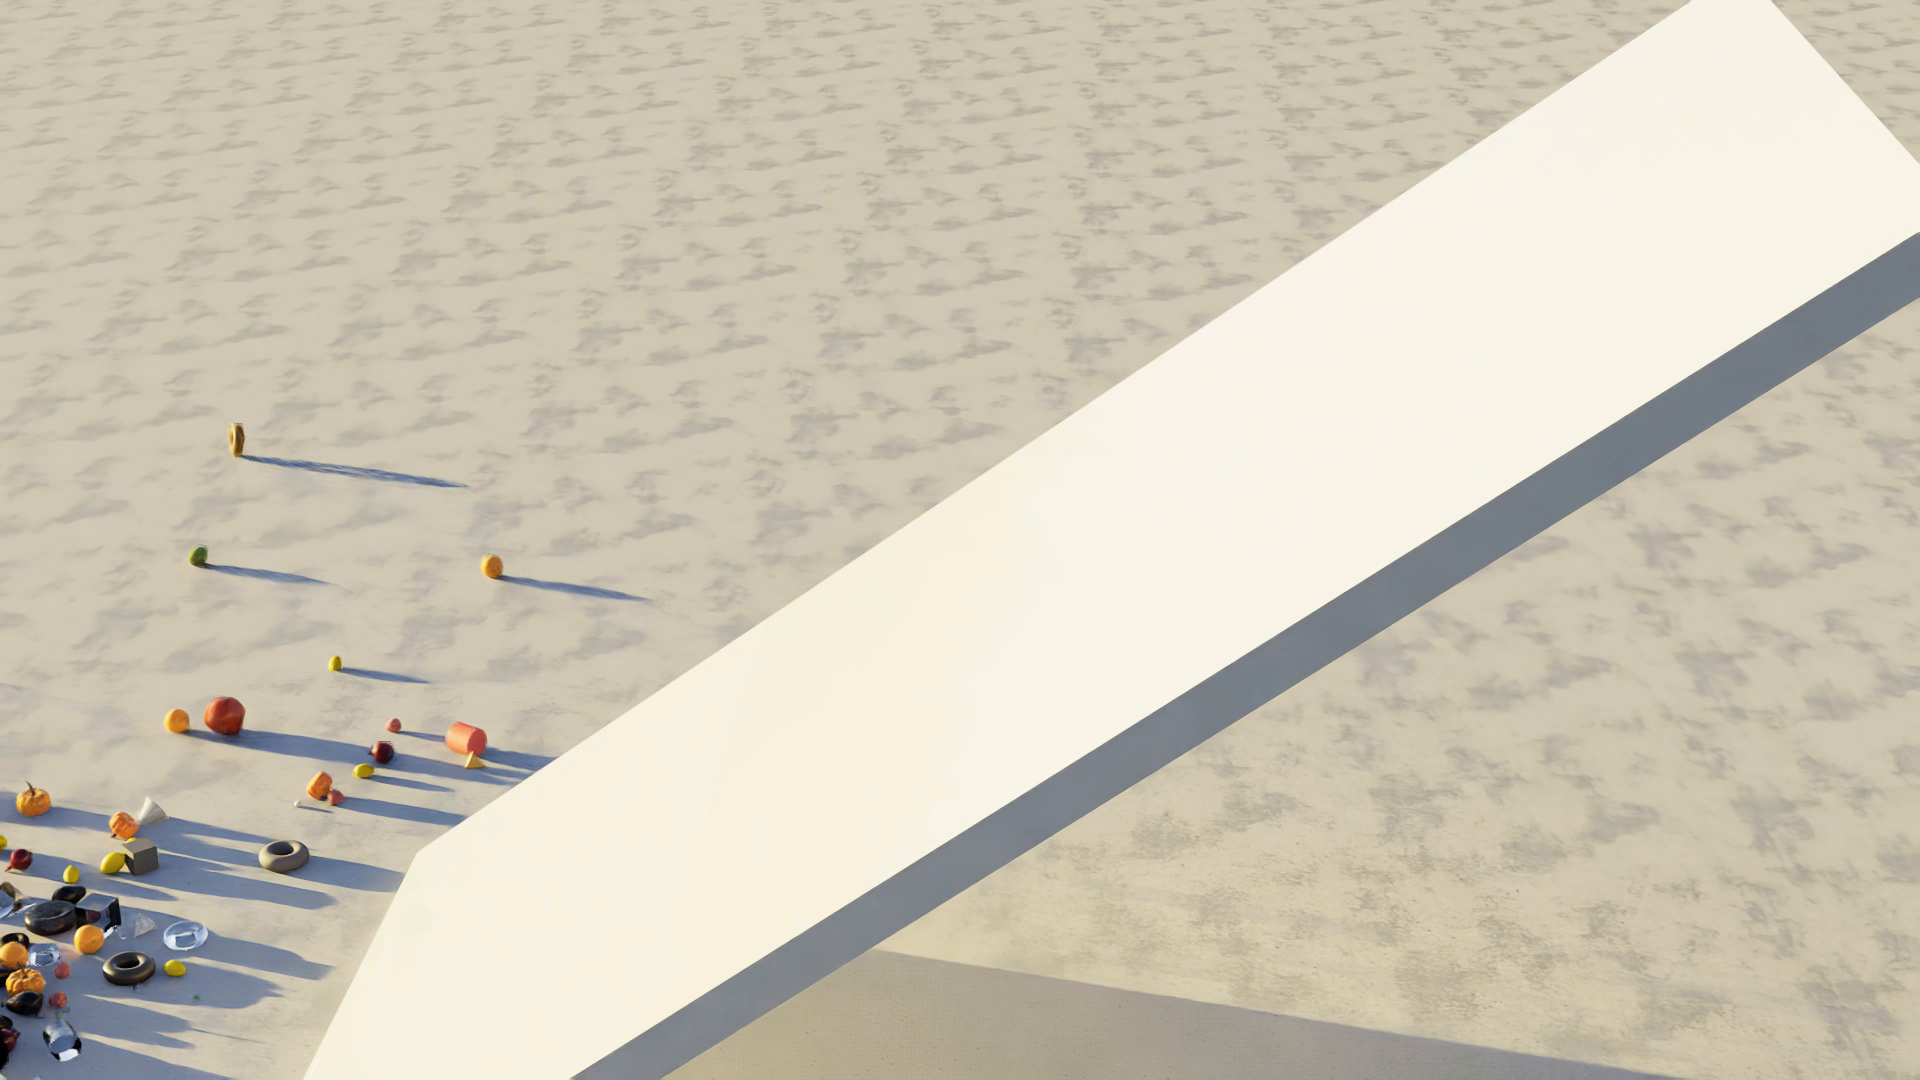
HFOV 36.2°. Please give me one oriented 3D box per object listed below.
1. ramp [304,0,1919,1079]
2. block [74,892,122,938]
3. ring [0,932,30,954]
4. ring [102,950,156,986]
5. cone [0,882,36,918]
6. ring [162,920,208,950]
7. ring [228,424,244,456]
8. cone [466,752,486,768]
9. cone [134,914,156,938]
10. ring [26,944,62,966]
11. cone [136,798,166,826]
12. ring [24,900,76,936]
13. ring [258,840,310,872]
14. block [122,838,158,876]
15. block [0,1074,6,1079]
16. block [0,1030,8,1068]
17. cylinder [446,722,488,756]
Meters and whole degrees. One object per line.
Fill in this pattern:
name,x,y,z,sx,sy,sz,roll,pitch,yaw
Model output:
ramp,0.132,0.177,6.315,4.000,0.100,2.000,-34,16,16
block,-2.211,0.963,7.544,0.078,0.078,0.078,8,23,18
ring,-2.403,1.023,7.466,0.080,0.027,0.080,-1,23,0
ring,-2.072,1.068,7.335,0.129,0.043,0.129,1,23,0
cone,-2.442,0.941,7.645,0.095,0.095,0.095,22,4,42
ring,-1.974,1.007,7.491,0.113,0.038,0.113,0,23,0
ring,-2.645,-0.364,10.753,0.039,0.117,0.117,1,19,-27
cone,-1.380,0.638,8.417,0.054,0.054,0.054,24,18,-14
cone,-2.101,0.997,7.530,0.057,0.057,0.057,10,51,24
ring,-2.308,1.044,7.411,0.087,0.029,0.087,1,22,-1
cone,-2.240,0.763,8.094,0.077,0.077,0.077,19,56,39
ring,-2.335,0.972,7.565,0.139,0.046,0.139,-1,22,1
ring,-1.811,0.846,7.880,0.133,0.044,0.133,1,23,0
block,-2.188,0.845,7.849,0.068,0.068,0.068,-18,28,-37
block,-2.246,1.276,6.768,0.083,0.083,0.083,-19,29,-39
block,-2.309,1.207,6.918,0.090,0.090,0.090,-4,22,5
cylinder,-1.424,0.575,8.493,0.082,0.082,0.082,15,27,33
